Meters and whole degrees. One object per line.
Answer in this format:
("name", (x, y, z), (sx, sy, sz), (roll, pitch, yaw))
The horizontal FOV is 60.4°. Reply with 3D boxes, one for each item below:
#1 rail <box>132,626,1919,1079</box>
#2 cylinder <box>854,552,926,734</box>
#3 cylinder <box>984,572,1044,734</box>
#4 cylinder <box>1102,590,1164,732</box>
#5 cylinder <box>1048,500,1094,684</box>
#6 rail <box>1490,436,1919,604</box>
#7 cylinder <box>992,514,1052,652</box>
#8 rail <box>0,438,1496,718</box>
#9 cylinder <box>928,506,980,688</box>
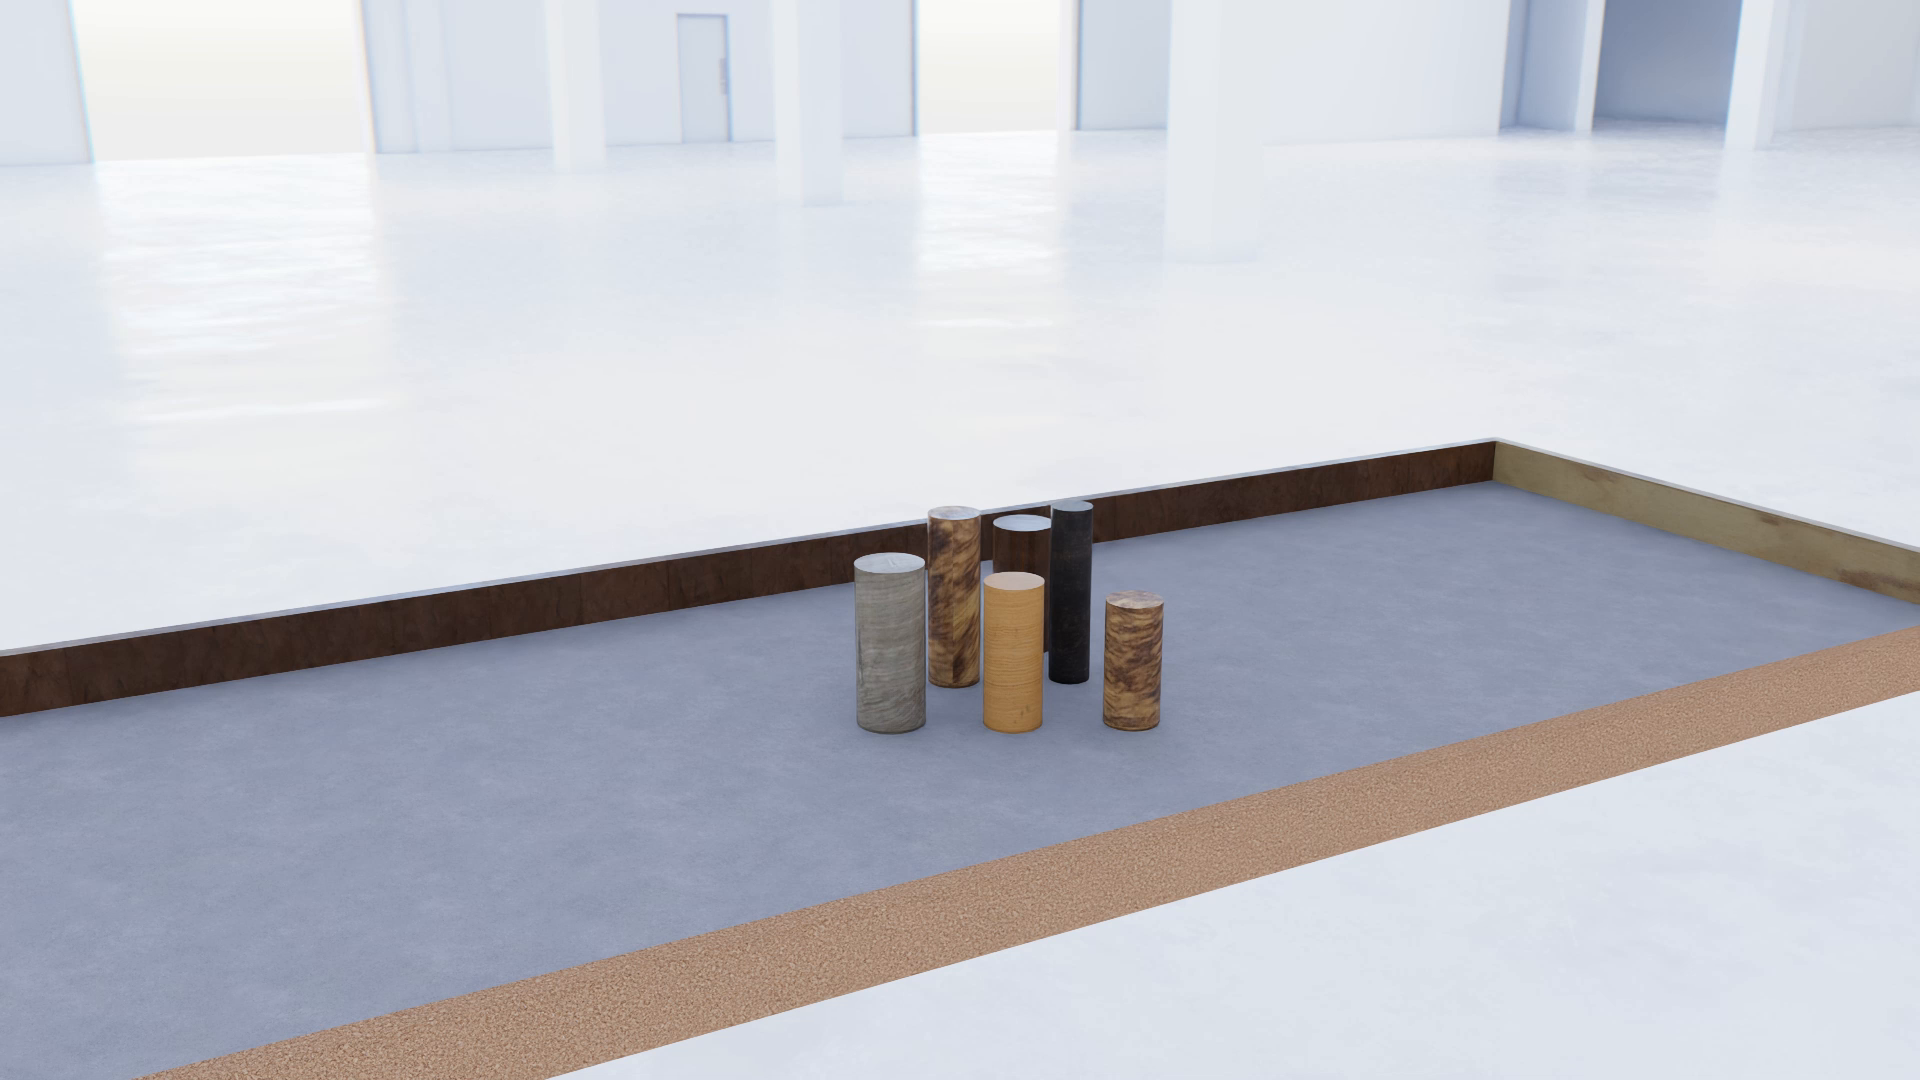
("rail", (-2.336, 1.006, 1.665), (12.000, 0.150, 0.050), (-9, 18, -27))
("cylinder", (-0.162, 0.240, 3.844), (0.163, 0.391, 0.163), (0, 16, 0))
("cylinder", (0.125, 0.262, 3.843), (0.140, 0.350, 0.140), (0, 16, 0))
("cylinder", (0.405, 0.282, 3.859), (0.134, 0.302, 0.134), (0, 16, 0))
("cylinder", (0.275, 0.131, 4.111), (0.104, 0.449, 0.104), (0, 16, 0))
("rail", (2.466, -0.048, 5.253), (0.050, 0.150, 2.100), (-9, 18, -27))
("cylinder", (0.166, 0.118, 4.349), (0.159, 0.340, 0.159), (0, 16, 0))
("rail", (-3.305, 0.497, 3.399), (12.000, 0.150, 0.050), (-9, 18, -27))
("cylinder", (-0.015, 0.142, 4.100), (0.131, 0.436, 0.131), (0, 16, 0))
